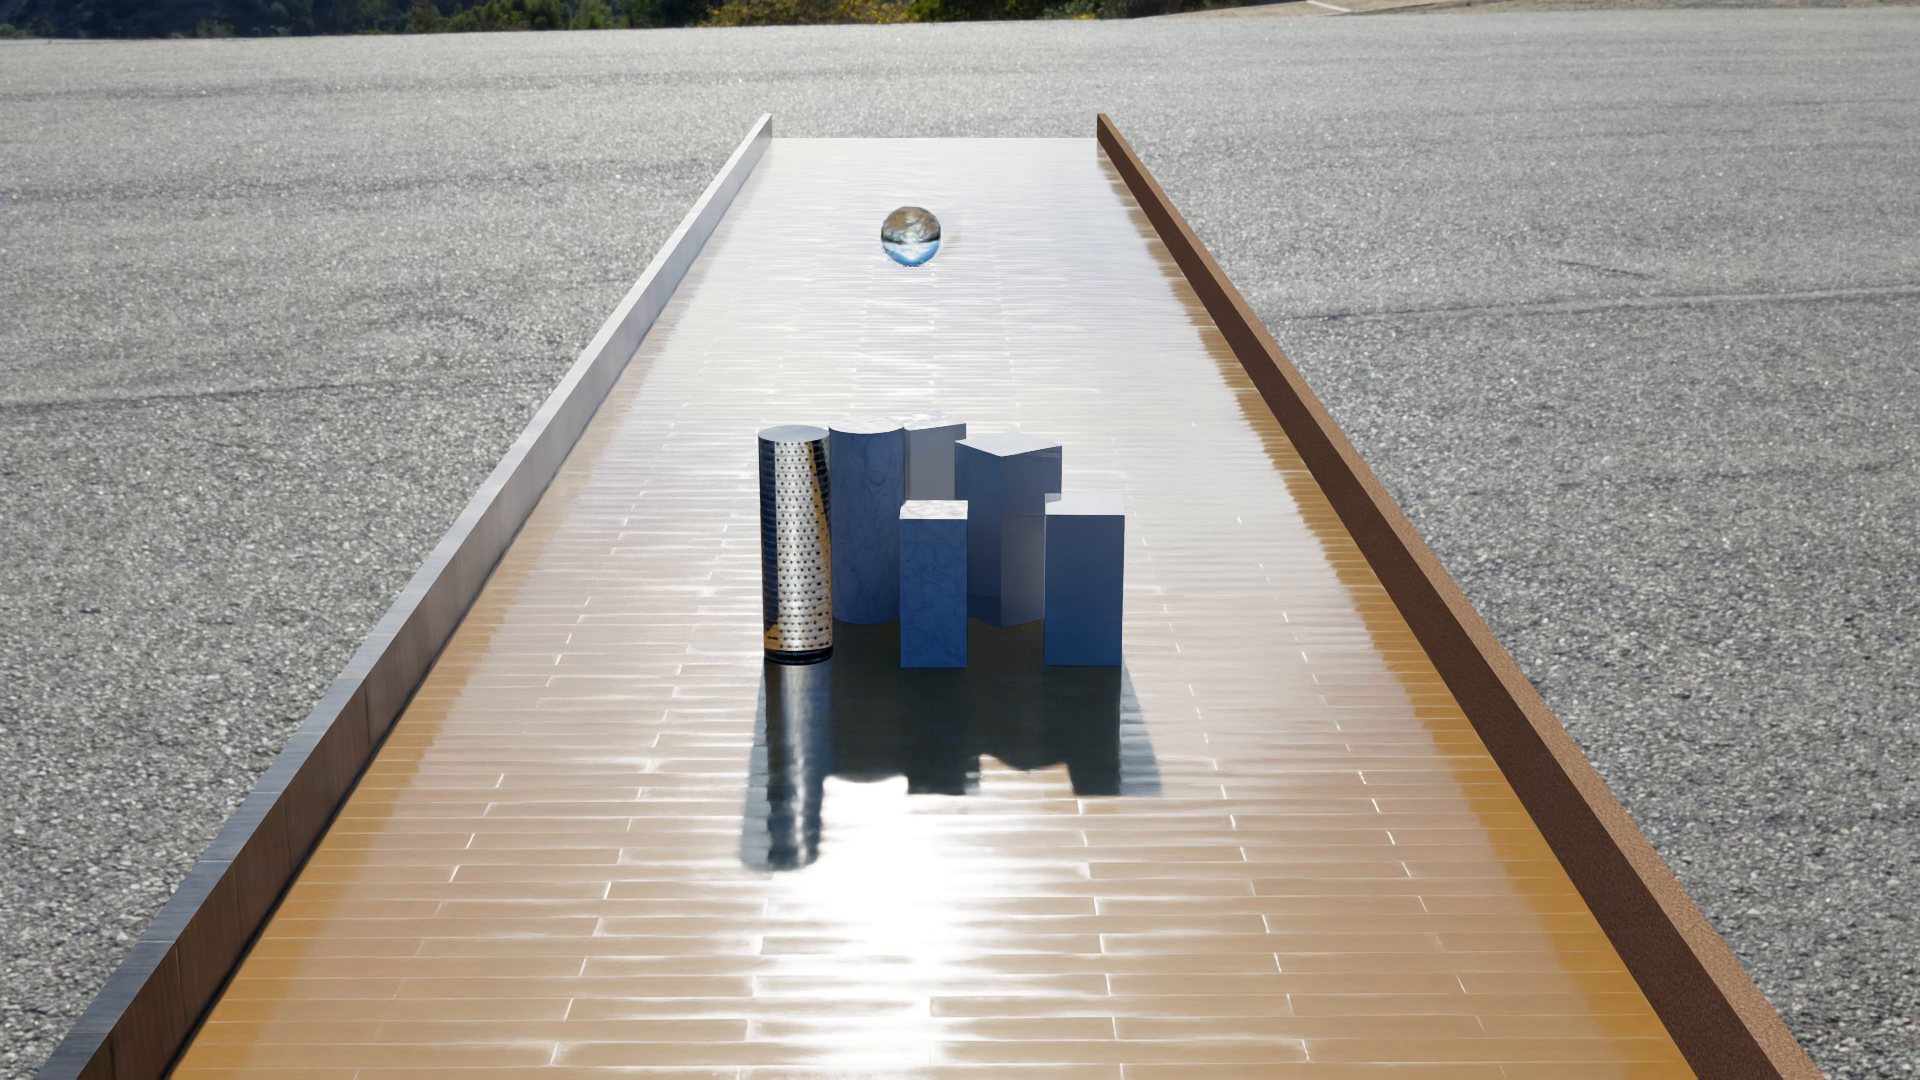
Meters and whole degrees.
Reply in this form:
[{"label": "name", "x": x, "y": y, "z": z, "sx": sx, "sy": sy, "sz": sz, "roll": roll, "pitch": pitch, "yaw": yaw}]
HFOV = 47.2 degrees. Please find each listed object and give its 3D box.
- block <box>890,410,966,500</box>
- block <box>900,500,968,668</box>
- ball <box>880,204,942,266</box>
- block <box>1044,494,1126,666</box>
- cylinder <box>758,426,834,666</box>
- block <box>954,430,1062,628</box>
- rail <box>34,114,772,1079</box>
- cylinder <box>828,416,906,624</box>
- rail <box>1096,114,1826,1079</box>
[{"label": "block", "x": -0.081, "y": -0.088, "z": 4.884, "sx": 0.140, "sy": 0.365, "sz": 0.140, "roll": -9, "pitch": 19, "yaw": -28}, {"label": "block", "x": -0.051, "y": 0.087, "z": 4.394, "sx": 0.132, "sy": 0.308, "sz": 0.132, "roll": 0, "pitch": 17, "yaw": 1}, {"label": "ball", "x": -0.200, "y": -1.240, "z": 8.958, "sx": 0.250, "sy": 0.250, "sz": 0.250, "roll": 0, "pitch": 17, "yaw": 0}, {"label": "block", "x": 0.247, "y": 0.078, "z": 4.416, "sx": 0.155, "sy": 0.312, "sz": 0.155, "roll": 0, "pitch": 17, "yaw": 1}, {"label": "cylinder", "x": -0.327, "y": 0.011, "z": 4.385, "sx": 0.141, "sy": 0.459, "sz": 0.141, "roll": 0, "pitch": 17, "yaw": 0}, {"label": "block", "x": 0.101, "y": -0.024, "z": 4.655, "sx": 0.161, "sy": 0.372, "sz": 0.161, "roll": -12, "pitch": 20, "yaw": -35}, {"label": "rail", "x": -1.118, "y": -0.838, "z": 7.780, "sx": 0.050, "sy": 0.150, "sz": 12.000, "roll": 0, "pitch": 17, "yaw": -1}, {"label": "cylinder", "x": -0.195, "y": -0.044, "z": 4.649, "sx": 0.160, "sy": 0.413, "sz": 0.160, "roll": 0, "pitch": 17, "yaw": 0}, {"label": "rail", "x": 0.932, "y": -0.844, "z": 7.801, "sx": 0.050, "sy": 0.150, "sz": 12.000, "roll": 0, "pitch": 17, "yaw": -1}]
